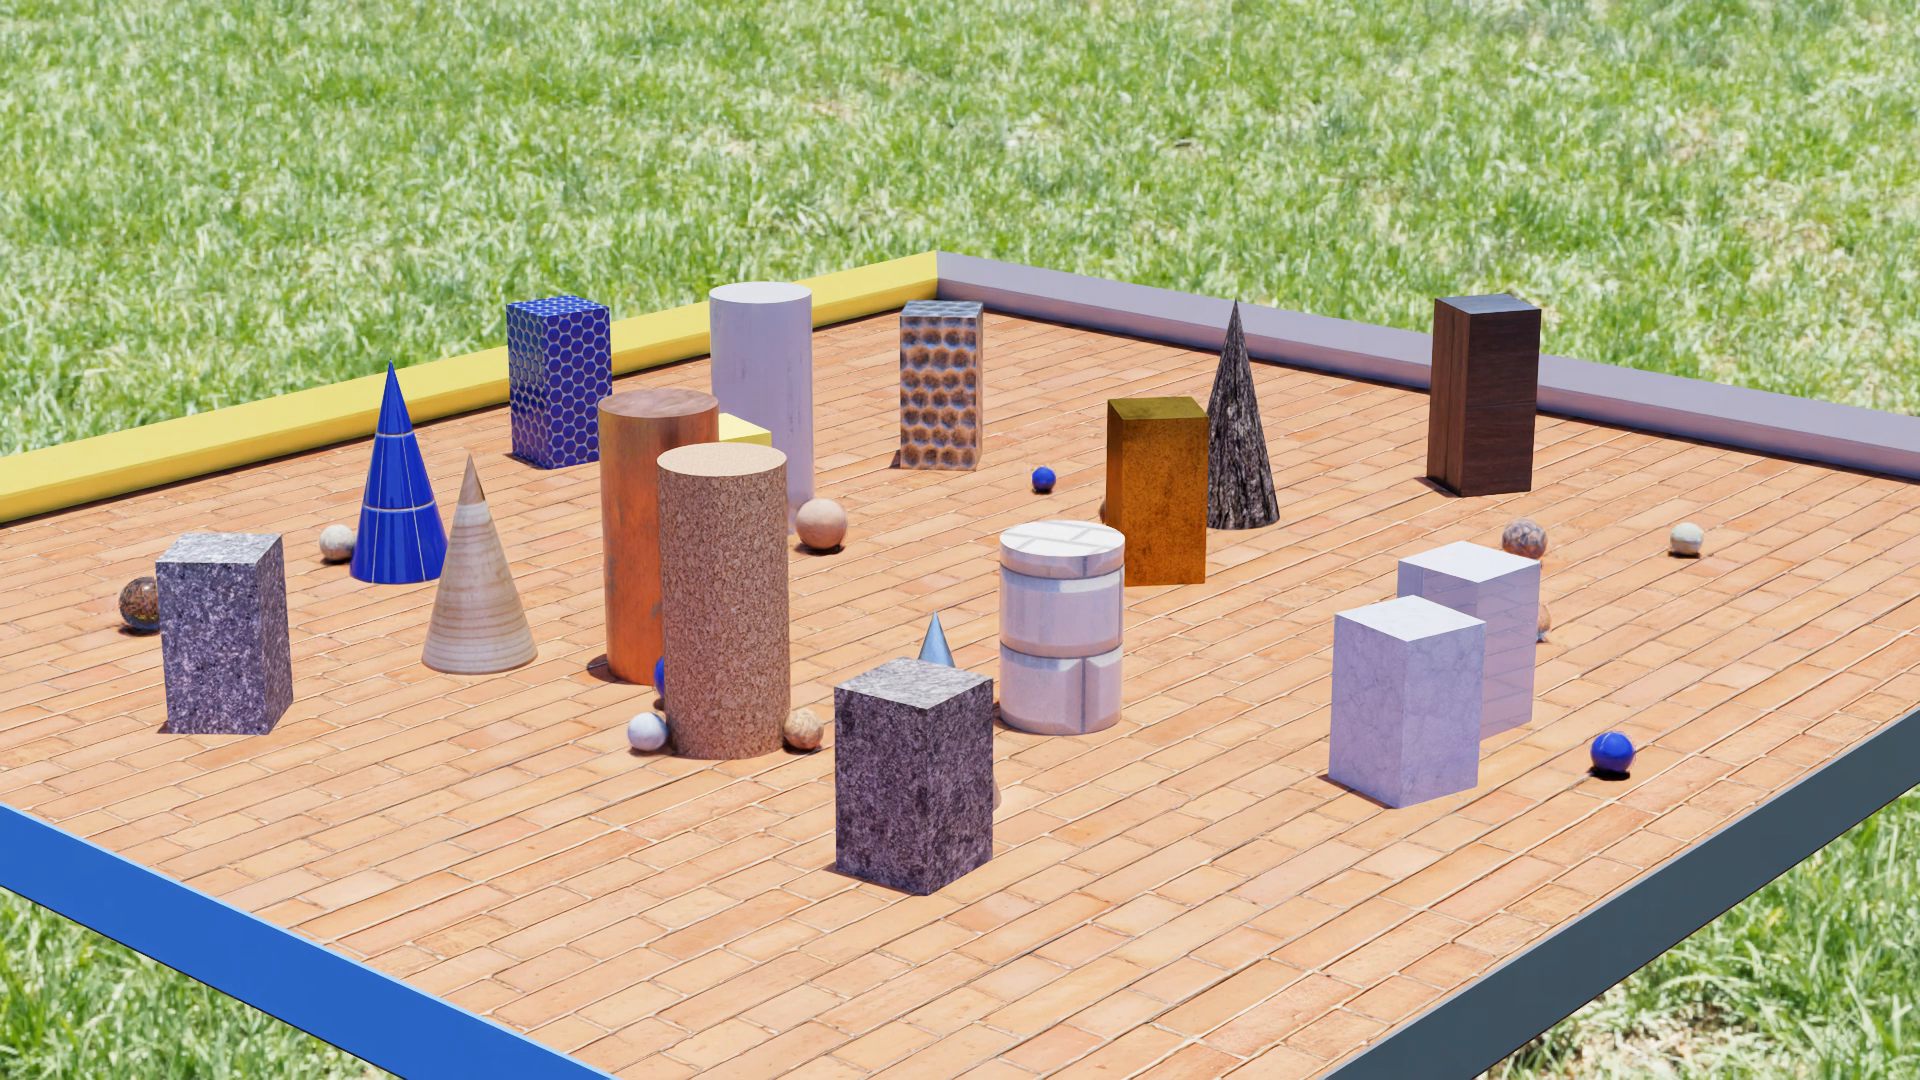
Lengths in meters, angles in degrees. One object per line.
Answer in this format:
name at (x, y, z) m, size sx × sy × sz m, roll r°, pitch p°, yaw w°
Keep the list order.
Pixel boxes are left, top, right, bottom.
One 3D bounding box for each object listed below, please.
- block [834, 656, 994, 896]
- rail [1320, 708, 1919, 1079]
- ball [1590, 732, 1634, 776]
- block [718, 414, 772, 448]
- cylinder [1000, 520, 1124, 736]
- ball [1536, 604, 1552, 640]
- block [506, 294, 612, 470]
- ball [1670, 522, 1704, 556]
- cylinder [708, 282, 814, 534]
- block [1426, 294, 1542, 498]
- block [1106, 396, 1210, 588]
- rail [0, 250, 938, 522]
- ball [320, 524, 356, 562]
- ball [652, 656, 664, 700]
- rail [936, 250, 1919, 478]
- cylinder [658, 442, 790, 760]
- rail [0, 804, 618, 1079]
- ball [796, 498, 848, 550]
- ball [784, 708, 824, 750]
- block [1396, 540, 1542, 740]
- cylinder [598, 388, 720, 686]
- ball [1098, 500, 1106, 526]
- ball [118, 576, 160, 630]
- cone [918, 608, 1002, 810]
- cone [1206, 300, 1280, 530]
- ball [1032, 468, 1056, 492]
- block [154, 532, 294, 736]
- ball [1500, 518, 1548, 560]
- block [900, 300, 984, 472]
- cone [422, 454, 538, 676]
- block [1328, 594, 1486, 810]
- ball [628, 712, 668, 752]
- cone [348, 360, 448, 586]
block at (-0.061, 0.315, 3.943) m, size 0.152 × 0.263 × 0.152 m, roll 12°, pitch 20°, yaw 33°
rail at (1.229, 0.340, 4.099) m, size 0.045 × 0.124 × 3.616 m, roll 14°, pitch 22°, yaw 39°
ball at (0.955, 0.313, 4.296) m, size 0.063 × 0.063 × 0.063 m, roll 0°, pitch 17°, yaw 0°
block at (-0.419, -0.025, 4.942) m, size 0.152 × 0.336 × 0.152 m, roll -11°, pitch 20°, yaw -32°
cylinder at (0.156, 0.134, 4.504) m, size 0.190 × 0.286 × 0.190 m, roll 0°, pitch 17°, yaw 0°
ball at (0.952, 0.135, 4.881) m, size 0.065 × 0.065 × 0.065 m, roll 0°, pitch 17°, yaw 0°
block at (-0.812, -0.322, 5.962) m, size 0.152 × 0.315 × 0.152 m, roll -12°, pitch 21°, yaw -35°
ball at (1.324, -0.002, 5.342) m, size 0.061 × 0.061 × 0.061 m, roll 0°, pitch 17°, yaw 0°
cylinder at (-0.369, -0.246, 5.485) m, size 0.190 × 0.444 × 0.190 m, roll 0°, pitch 17°, yaw 0°
block at (1.026, -0.285, 5.750) m, size 0.152 × 0.366 × 0.152 m, roll -5°, pitch 18°, yaw -17°
block at (0.348, -0.087, 5.203) m, size 0.152 × 0.304 × 0.152 m, roll -2°, pitch 17°, yaw -7°
rail at (-1.229, -0.278, 6.142) m, size 0.045 × 0.124 × 3.616 m, roll 14°, pitch 22°, yaw 39°
ball at (-1.126, 0.005, 5.308) m, size 0.066 × 0.066 × 0.066 m, roll 0°, pitch 17°, yaw 0°
ball at (-0.435, 0.215, 4.578) m, size 0.088 × 0.088 × 0.088 m, roll 0°, pitch 17°, yaw 0°
rail at (1.170, -0.359, 6.410) m, size 3.303 × 0.124 × 0.045 m, roll 14°, pitch 22°, yaw 39°
cylinder at (-0.351, 0.090, 4.384) m, size 0.190 × 0.438 × 0.190 m, roll 0°, pitch 17°, yaw 0°
rail at (-1.170, 0.421, 3.831) m, size 3.303 × 0.124 × 0.045 m, roll 14°, pitch 22°, yaw 39°
ball at (-0.254, -0.030, 5.374) m, size 0.095 × 0.095 × 0.095 m, roll 0°, pitch 17°, yaw 0°
ball at (-0.234, 0.284, 4.395) m, size 0.061 × 0.061 × 0.061 m, roll 0°, pitch 17°, yaw 0°
block at (0.773, 0.155, 4.483) m, size 0.152 × 0.257 × 0.152 m, roll -15°, pitch 22°, yaw -40°
cylinder at (-0.477, -0.006, 4.698) m, size 0.190 × 0.441 × 0.190 m, roll 0°, pitch 17°, yaw 0°
ball at (0.293, -0.051, 5.494) m, size 0.066 × 0.066 × 0.066 m, roll 0°, pitch 17°, yaw 0°
ball at (-1.368, 0.107, 4.931) m, size 0.090 × 0.090 × 0.090 m, roll 0°, pitch 17°, yaw 0°
cone at (-0.035, 0.234, 4.168) m, size 0.190 × 0.288 × 0.190 m, roll 0°, pitch 17°, yaw 0°
cone at (0.515, -0.250, 5.532) m, size 0.190 × 0.426 × 0.190 m, roll 0°, pitch 17°, yaw 0°
ball at (0.164, -0.118, 5.747) m, size 0.049 × 0.049 × 0.049 m, roll 0°, pitch 17°, yaw 0°
block at (-1.125, 0.143, 4.494) m, size 0.152 × 0.274 × 0.152 m, roll 1°, pitch 17°, yaw 2°
ball at (1.018, 0.003, 5.288) m, size 0.083 × 0.083 × 0.083 m, roll 0°, pitch 17°, yaw 0°
block at (-0.036, -0.313, 5.931) m, size 0.152 × 0.316 × 0.152 m, roll 2°, pitch 17°, yaw 5°
cone at (-0.788, 0.024, 4.759) m, size 0.190 × 0.349 × 0.190 m, roll 0°, pitch 17°, yaw 0°
block at (0.645, 0.232, 4.236) m, size 0.152 × 0.252 × 0.152 m, roll -11°, pitch 20°, yaw -33°
ball at (-0.467, 0.287, 4.386) m, size 0.059 × 0.059 × 0.059 m, roll 0°, pitch 17°, yaw 0°
cone at (-1.001, -0.134, 5.211) m, size 0.190 × 0.390 × 0.190 m, roll 0°, pitch 17°, yaw 0°
